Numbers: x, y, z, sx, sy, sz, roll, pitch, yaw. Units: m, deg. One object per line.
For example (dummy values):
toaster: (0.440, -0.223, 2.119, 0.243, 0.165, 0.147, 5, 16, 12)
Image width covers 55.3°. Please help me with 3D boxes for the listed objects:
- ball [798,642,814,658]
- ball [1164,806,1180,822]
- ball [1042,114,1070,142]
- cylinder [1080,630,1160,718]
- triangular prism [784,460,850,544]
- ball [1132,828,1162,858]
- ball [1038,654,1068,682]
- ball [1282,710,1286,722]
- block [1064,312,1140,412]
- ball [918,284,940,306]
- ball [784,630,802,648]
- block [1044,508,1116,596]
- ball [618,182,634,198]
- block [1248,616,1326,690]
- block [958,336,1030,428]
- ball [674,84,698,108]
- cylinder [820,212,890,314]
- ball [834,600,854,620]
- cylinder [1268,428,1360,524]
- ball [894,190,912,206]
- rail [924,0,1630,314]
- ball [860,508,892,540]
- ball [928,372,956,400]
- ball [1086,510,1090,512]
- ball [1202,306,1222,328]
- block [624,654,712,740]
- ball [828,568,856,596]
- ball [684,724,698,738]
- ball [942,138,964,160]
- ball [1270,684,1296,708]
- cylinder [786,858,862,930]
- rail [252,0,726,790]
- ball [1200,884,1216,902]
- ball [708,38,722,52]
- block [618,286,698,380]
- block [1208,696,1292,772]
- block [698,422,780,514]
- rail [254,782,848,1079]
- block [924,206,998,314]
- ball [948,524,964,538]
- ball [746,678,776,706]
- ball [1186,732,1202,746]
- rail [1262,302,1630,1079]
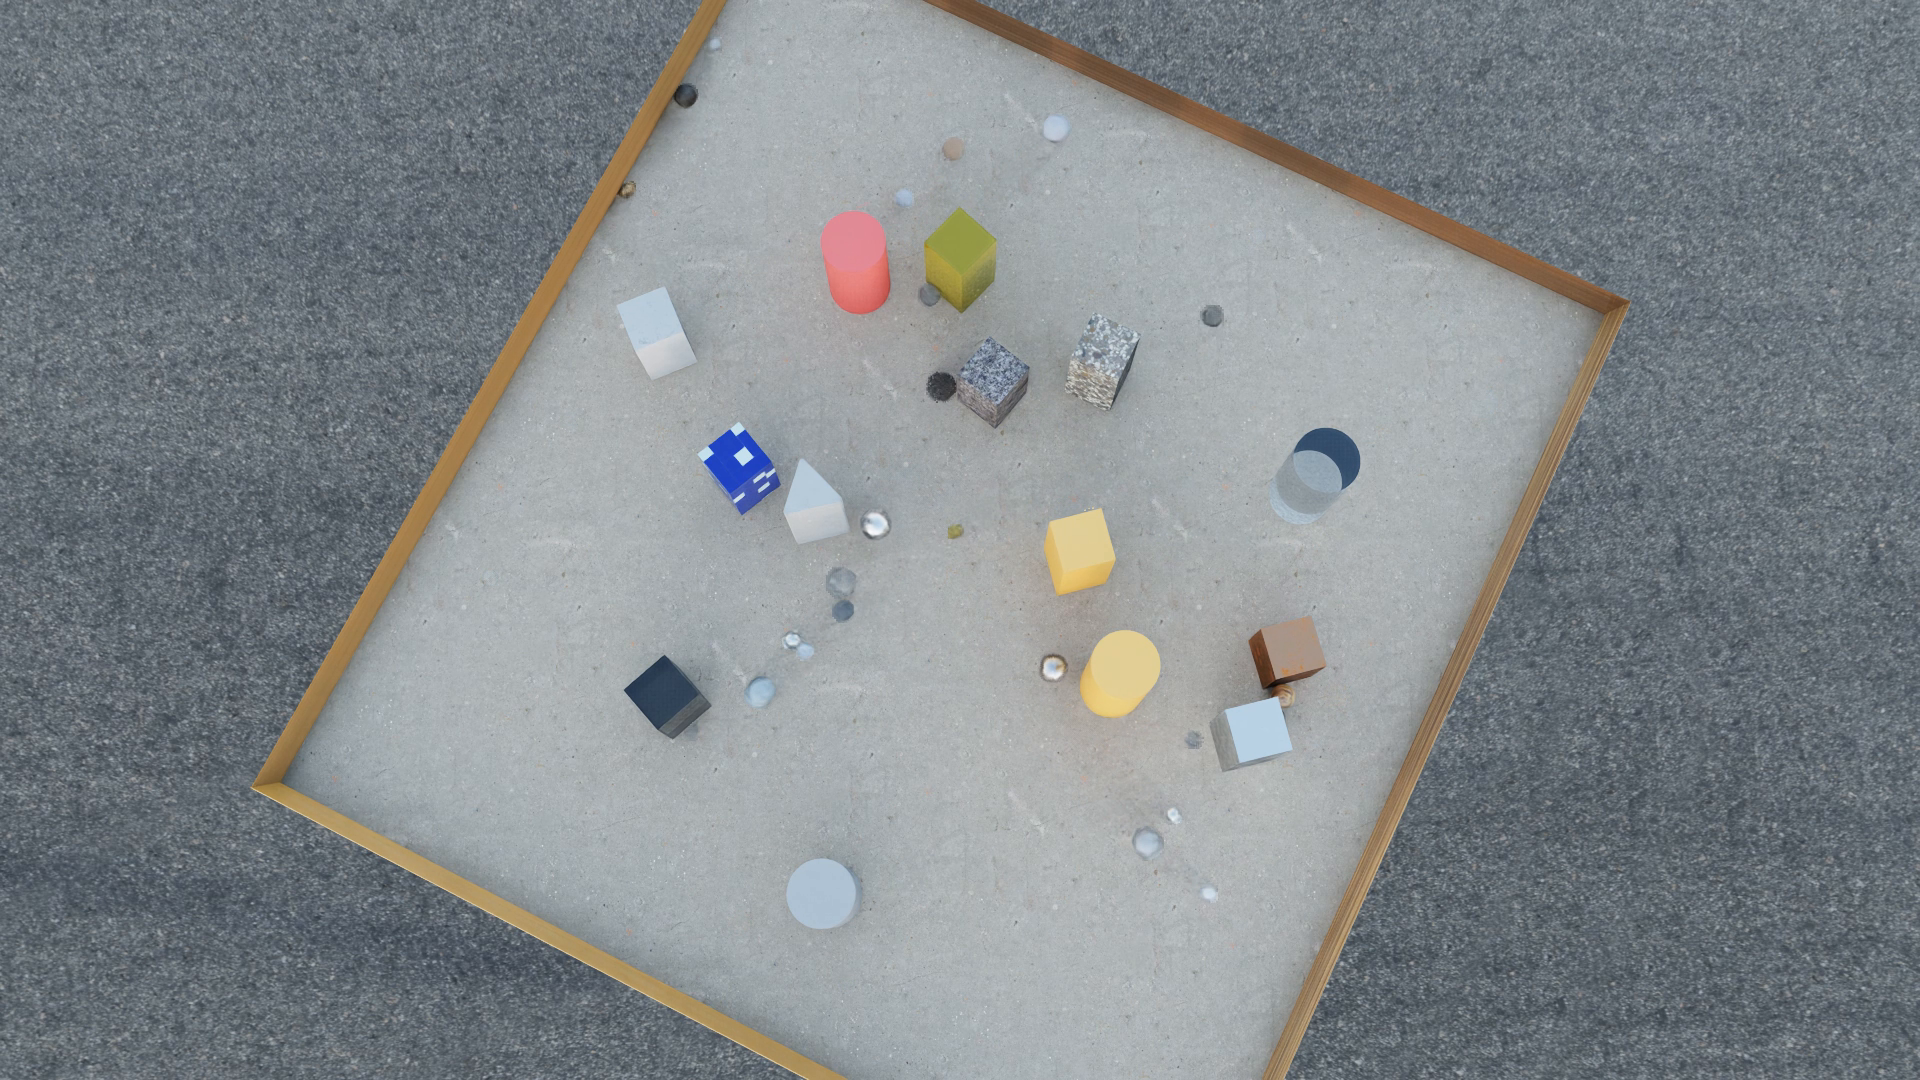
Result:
ball: (-0.465, 0.334, 5.523, 0.048, 0.048, 0.048, 0, 78, 0)
ball: (0.629, 0.813, 5.425, 0.046, 0.046, 0.046, 0, 78, 0)
ball: (0.306, -1.313, 5.845, 0.084, 0.084, 0.084, 0, 78, 0)
cylinder: (0.457, 0.392, 5.291, 0.192, 0.479, 0.192, 0, 78, 0)
triangular prism: (-0.435, -0.120, 5.423, 0.166, 0.428, 0.144, -13, 79, -3)
ball: (0.548, 0.890, 5.387, 0.089, 0.089, 0.089, 0, 78, 0)
ball: (0.280, 0.383, 5.492, 0.088, 0.088, 0.088, 0, 78, 0)
ball: (0.938, 0.532, 5.471, 0.069, 0.069, 0.069, 0, 78, 0)
block: (0.428, -0.533, 5.544, 0.154, 0.358, 0.154, 26, 79, 5)
ball: (-0.096, -0.767, 5.742, 0.065, 0.065, 0.065, 0, 78, 0)
ball: (-0.505, 0.301, 5.527, 0.054, 0.054, 0.054, 0, 78, 0)
block: (0.350, 0.040, 5.413, 0.154, 0.382, 0.154, -14, 79, -3)
ball: (-1.060, -1.112, 5.820, 0.052, 0.052, 0.052, 0, 78, 0)
block: (0.967, 0.335, 5.426, 0.154, 0.237, 0.154, -15, 79, -3)
block: (0.099, -0.476, 5.580, 0.154, 0.264, 0.154, 39, 81, 7)
ball: (-0.880, -1.423, 5.874, 0.073, 0.073, 0.073, 0, 78, 0)
cylinder: (-0.315, -0.842, 5.596, 0.192, 0.381, 0.192, 0, 78, 0)
ball: (-0.351, 0.211, 5.541, 0.063, 0.063, 0.063, 0, 78, 0)
cylinder: (1.047, -0.185, 5.437, 0.192, 0.427, 0.192, 0, 78, 0)
ball: (-0.180, -1.085, 5.813, 0.055, 0.055, 0.055, 0, 78, 0)
rail: (0.700, -1.365, 5.834, 3.033, 0.125, 0.045, 26, 80, 5)
ball: (-0.257, -0.048, 5.577, 0.096, 0.096, 0.096, 0, 78, 0)
ball: (-0.057, -0.476, 5.669, 0.090, 0.090, 0.090, 0, 78, 0)
ball: (0.399, -0.069, 5.606, 0.048, 0.048, 0.048, 0, 78, 0)
ball: (0.789, -0.698, 5.728, 0.064, 0.064, 0.064, 0, 78, 0)
block: (-0.854, 0.464, 5.375, 0.154, 0.284, 0.154, -41, 81, -8)
ball: (-0.357, 0.127, 5.545, 0.088, 0.088, 0.088, 0, 78, 0)
ball: (-0.803, 0.572, 5.476, 0.041, 0.041, 0.041, 0, 78, 0)
ball: (-0.023, -1.244, 5.840, 0.067, 0.067, 0.067, 0, 78, 0)
ball: (0.965, 0.467, 5.482, 0.073, 0.073, 0.073, 0, 78, 0)
cylinder: (-0.384, 1.013, 5.236, 0.192, 0.334, 0.192, 0, 78, 0)
rail: (-1.335, -0.647, 5.686, 0.045, 0.125, 3.180, 26, 80, 5)
ball: (0.728, 1.035, 5.377, 0.050, 0.050, 0.050, 0, 78, 0)
ball: (-0.793, -1.602, 5.926, 0.044, 0.044, 0.044, 0, 78, 0)
block: (-0.921, -0.627, 5.591, 0.154, 0.305, 0.154, -23, 79, -5)
block: (0.839, 0.568, 5.318, 0.154, 0.355, 0.154, -14, 79, -3)
block: (-0.660, -0.210, 5.509, 0.154, 0.296, 0.154, -39, 81, -7)
rail: (-0.700, 1.378, 5.267, 3.033, 0.125, 0.045, 26, 80, 5)
block: (0.002, -0.853, 5.614, 0.154, 0.350, 0.154, 43, 81, 8)
ball: (-0.012, -0.028, 5.599, 0.045, 0.045, 0.045, 0, 78, 0)
ball: (-0.594, 0.454, 5.478, 0.088, 0.088, 0.088, 0, 78, 0)
ball: (0.697, 0.595, 5.470, 0.045, 0.045, 0.045, 0, 78, 0)
rail: (1.335, 0.660, 5.415, 0.045, 0.125, 3.180, 26, 80, 5)
